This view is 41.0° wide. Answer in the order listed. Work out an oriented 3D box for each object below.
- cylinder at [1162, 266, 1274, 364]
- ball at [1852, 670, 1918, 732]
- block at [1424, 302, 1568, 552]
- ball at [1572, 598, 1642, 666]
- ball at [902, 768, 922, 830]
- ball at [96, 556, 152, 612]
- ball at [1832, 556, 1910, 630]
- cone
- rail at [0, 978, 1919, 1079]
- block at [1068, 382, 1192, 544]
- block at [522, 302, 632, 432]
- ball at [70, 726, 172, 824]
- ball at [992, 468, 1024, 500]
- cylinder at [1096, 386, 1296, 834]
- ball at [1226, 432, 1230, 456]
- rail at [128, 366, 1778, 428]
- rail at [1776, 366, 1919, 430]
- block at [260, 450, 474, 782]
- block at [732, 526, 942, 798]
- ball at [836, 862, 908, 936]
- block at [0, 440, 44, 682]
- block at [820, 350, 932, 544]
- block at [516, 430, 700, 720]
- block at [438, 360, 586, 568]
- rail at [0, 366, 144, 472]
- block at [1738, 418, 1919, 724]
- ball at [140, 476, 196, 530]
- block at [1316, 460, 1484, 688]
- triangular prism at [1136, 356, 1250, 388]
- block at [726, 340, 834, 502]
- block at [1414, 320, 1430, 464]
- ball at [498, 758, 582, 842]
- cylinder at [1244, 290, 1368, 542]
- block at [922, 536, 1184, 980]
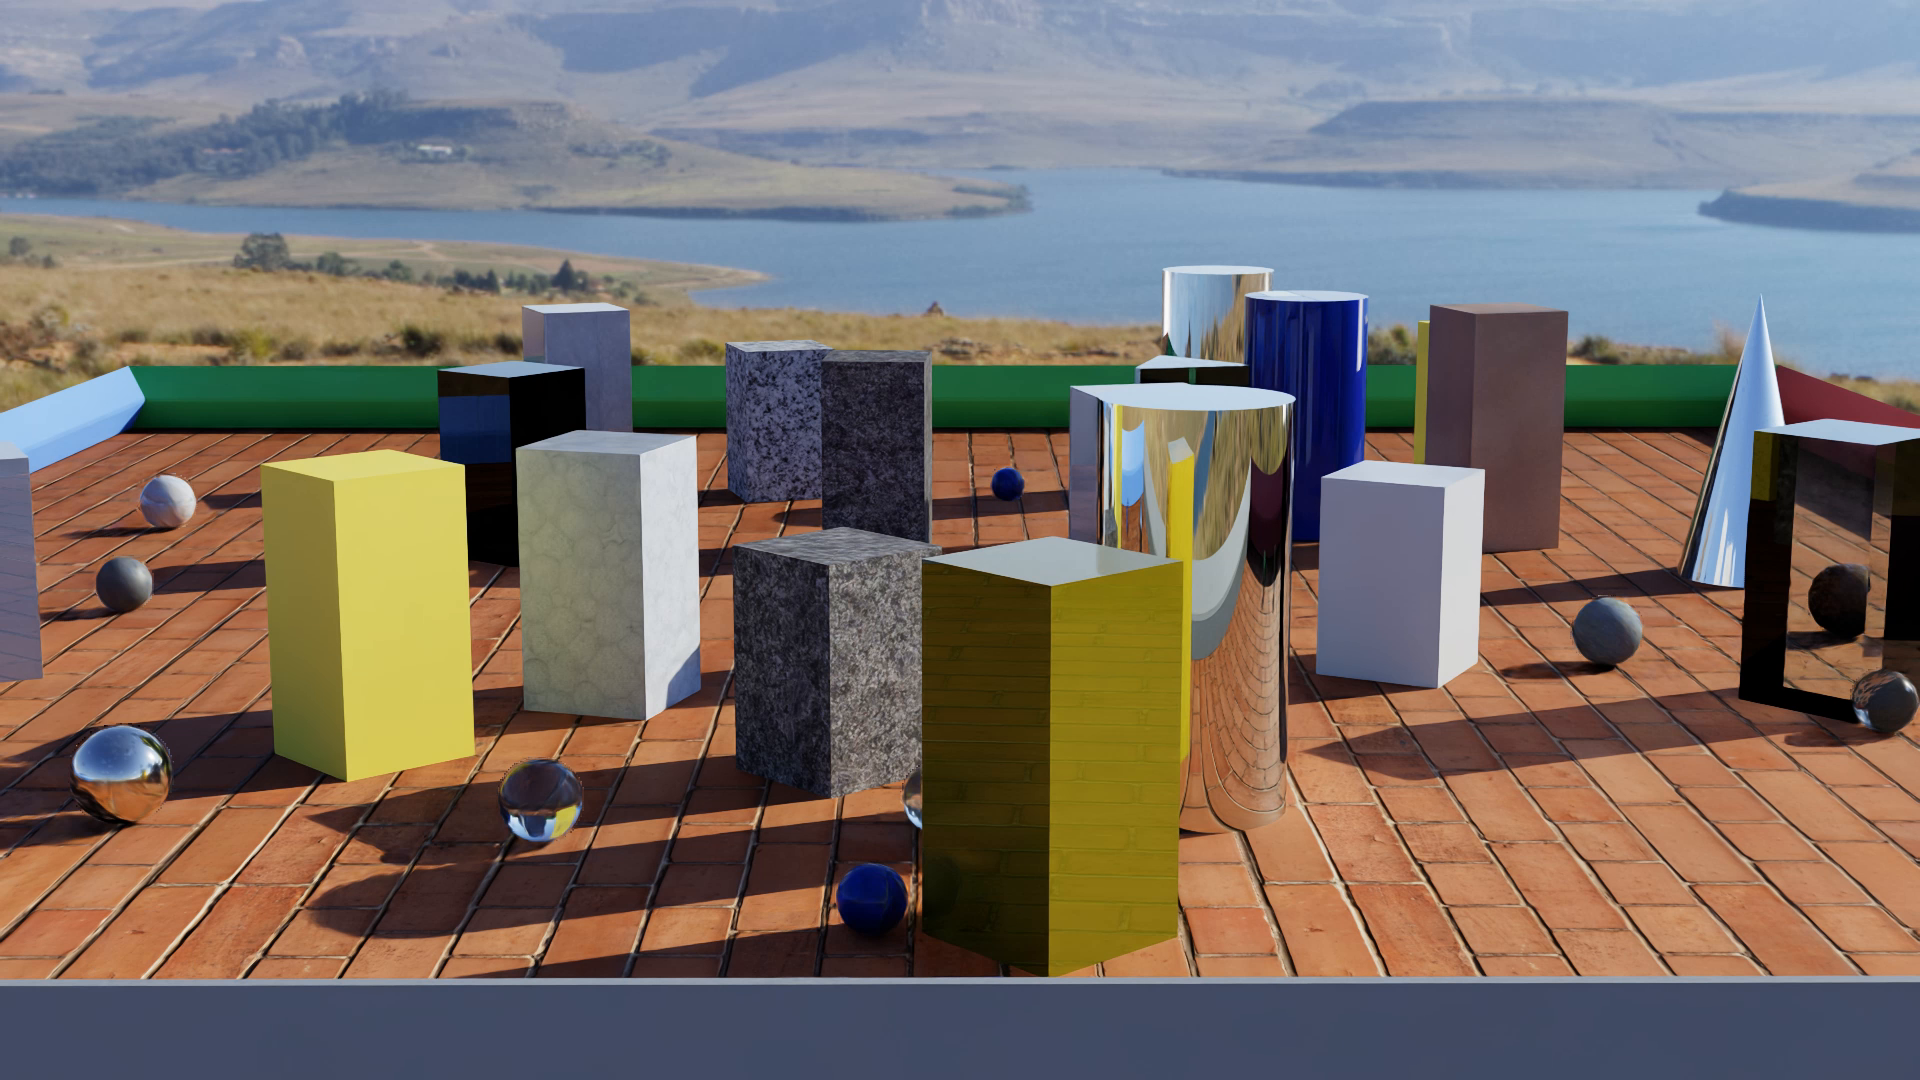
[{"bbox_3d":[0.440,-0.274,4.401,0.190,0.378,0.190,0,11,0],"label":"cylinder"},{"bbox_3d":[1.018,0.177,2.822,0.069,0.069,0.069,0,11,0],"label":"ball"},{"bbox_3d":[0.815,-0.174,3.916,0.152,0.360,0.152,-3,11,-16],"label":"block"},{"bbox_3d":[0.792,0.112,3.136,0.083,0.083,0.083,0,11,0],"label":"ball"},{"bbox_3d":[-0.022,0.247,2.454,0.066,0.066,0.066,0,11,0],"label":"ball"},{"bbox_3d":[-1.122,0.059,3.444,0.073,0.073,0.073,0,11,0],"label":"ball"},{"bbox_3d":[1.183,0.069,3.332,0.095,0.095,0.095,0,11,0],"label":"ball"},{"bbox_3d":[1.129,-0.150,3.656,0.190,0.408,0.190,0,11,0],"label":"cone"},{"bbox_3d":[0.010,0.350,1.743,3.328,0.124,0.045,0,11,0],"label":"rail"},{"bbox_3d":[0.231,-0.024,3.209,0.152,0.324,0.152,-3,11,-15],"label":"block"},{"bbox_3d":[-0.673,-0.257,4.516,0.152,0.303,0.152,-5,11,-23],"label":"block"},{"bbox_3d":[-0.812,0.227,2.483,0.095,0.095,0.095,0,11,0],"label":"ball"},{"bbox_3d":[0.080,-0.094,4.314,0.056,0.056,0.056,0,11,0],"label":"ball"},{"bbox_3d":[0.228,0.063,2.509,0.190,0.408,0.190,0,11,0],"label":"cylinder"},{"bbox_3d":[0.445,-0.174,4.655,0.088,0.088,0.088,0,11,0],"label":"ball"},{"bbox_3d":[-0.010,-0.286,5.156,3.328,0.124,0.045,0,11,0],"label":"rail"},{"bbox_3d":[1.640,0.030,3.459,0.045,0.124,3.519,0,11,0],"label":"rail"},{"bbox_3d":[-0.624,0.075,2.708,0.152,0.313,0.152,-10,14,-42],"label":"block"},{"bbox_3d":[-0.126,0.122,2.655,0.152,0.238,0.152,-10,14,-43],"label":"block"},{"bbox_3d":[-0.074,0.303,2.168,0.061,0.061,0.061,0,11,0],"label":"ball"},{"bbox_3d":[-1.201,0.028,3.081,0.152,0.267,0.152,-5,12,-27],"label":"block"},{"bbox_3d":[-0.123,-0.131,3.862,0.152,0.294,0.152,1,11,4],"label":"block"},{"bbox_3d":[-0.401,0.037,2.944,0.152,0.301,0.152,3,11,18],"label":"block"},{"bbox_3d":[-0.665,-0.117,3.827,0.152,0.279,0.152,8,13,36],"label":"block"},{"bbox_3d":[-1.640,0.034,3.440,0.045,0.124,3.519,0,11,0],"label":"rail"},{"bbox_3d":[1.010,0.031,2.937,0.152,0.314,0.152,-9,14,-40],"label":"block"},{"bbox_3d":[-1.250,-0.059,4.049,0.085,0.085,0.085,0,11,0],"label":"ball"},{"bbox_3d":[0.533,0.038,3.103,0.152,0.240,0.152,6,12,28],"label":"block"},{"bbox_3d":[0.307,-0.100,3.652,0.165,0.311,0.143,-3,11,-13],"label":"triangular prism"},{"bbox_3d":[-0.306,-0.205,4.369,0.152,0.254,0.152,-3,11,-18],"label":"block"},{"bbox_3d":[0.869,-0.214,4.297,0.152,0.298,0.152,-4,11,-22],"label":"block"},{"bbox_3d":[-0.396,0.246,2.426,0.079,0.079,0.079,0,11,0],"label":"ball"},{"bbox_3d":[0.536,-0.196,4.002,0.190,0.370,0.190,0,11,0],"label":"cylinder"},{"bbox_3d":[0.076,0.175,2.140,0.152,0.323,0.152,-10,14,-42],"label":"block"}]
